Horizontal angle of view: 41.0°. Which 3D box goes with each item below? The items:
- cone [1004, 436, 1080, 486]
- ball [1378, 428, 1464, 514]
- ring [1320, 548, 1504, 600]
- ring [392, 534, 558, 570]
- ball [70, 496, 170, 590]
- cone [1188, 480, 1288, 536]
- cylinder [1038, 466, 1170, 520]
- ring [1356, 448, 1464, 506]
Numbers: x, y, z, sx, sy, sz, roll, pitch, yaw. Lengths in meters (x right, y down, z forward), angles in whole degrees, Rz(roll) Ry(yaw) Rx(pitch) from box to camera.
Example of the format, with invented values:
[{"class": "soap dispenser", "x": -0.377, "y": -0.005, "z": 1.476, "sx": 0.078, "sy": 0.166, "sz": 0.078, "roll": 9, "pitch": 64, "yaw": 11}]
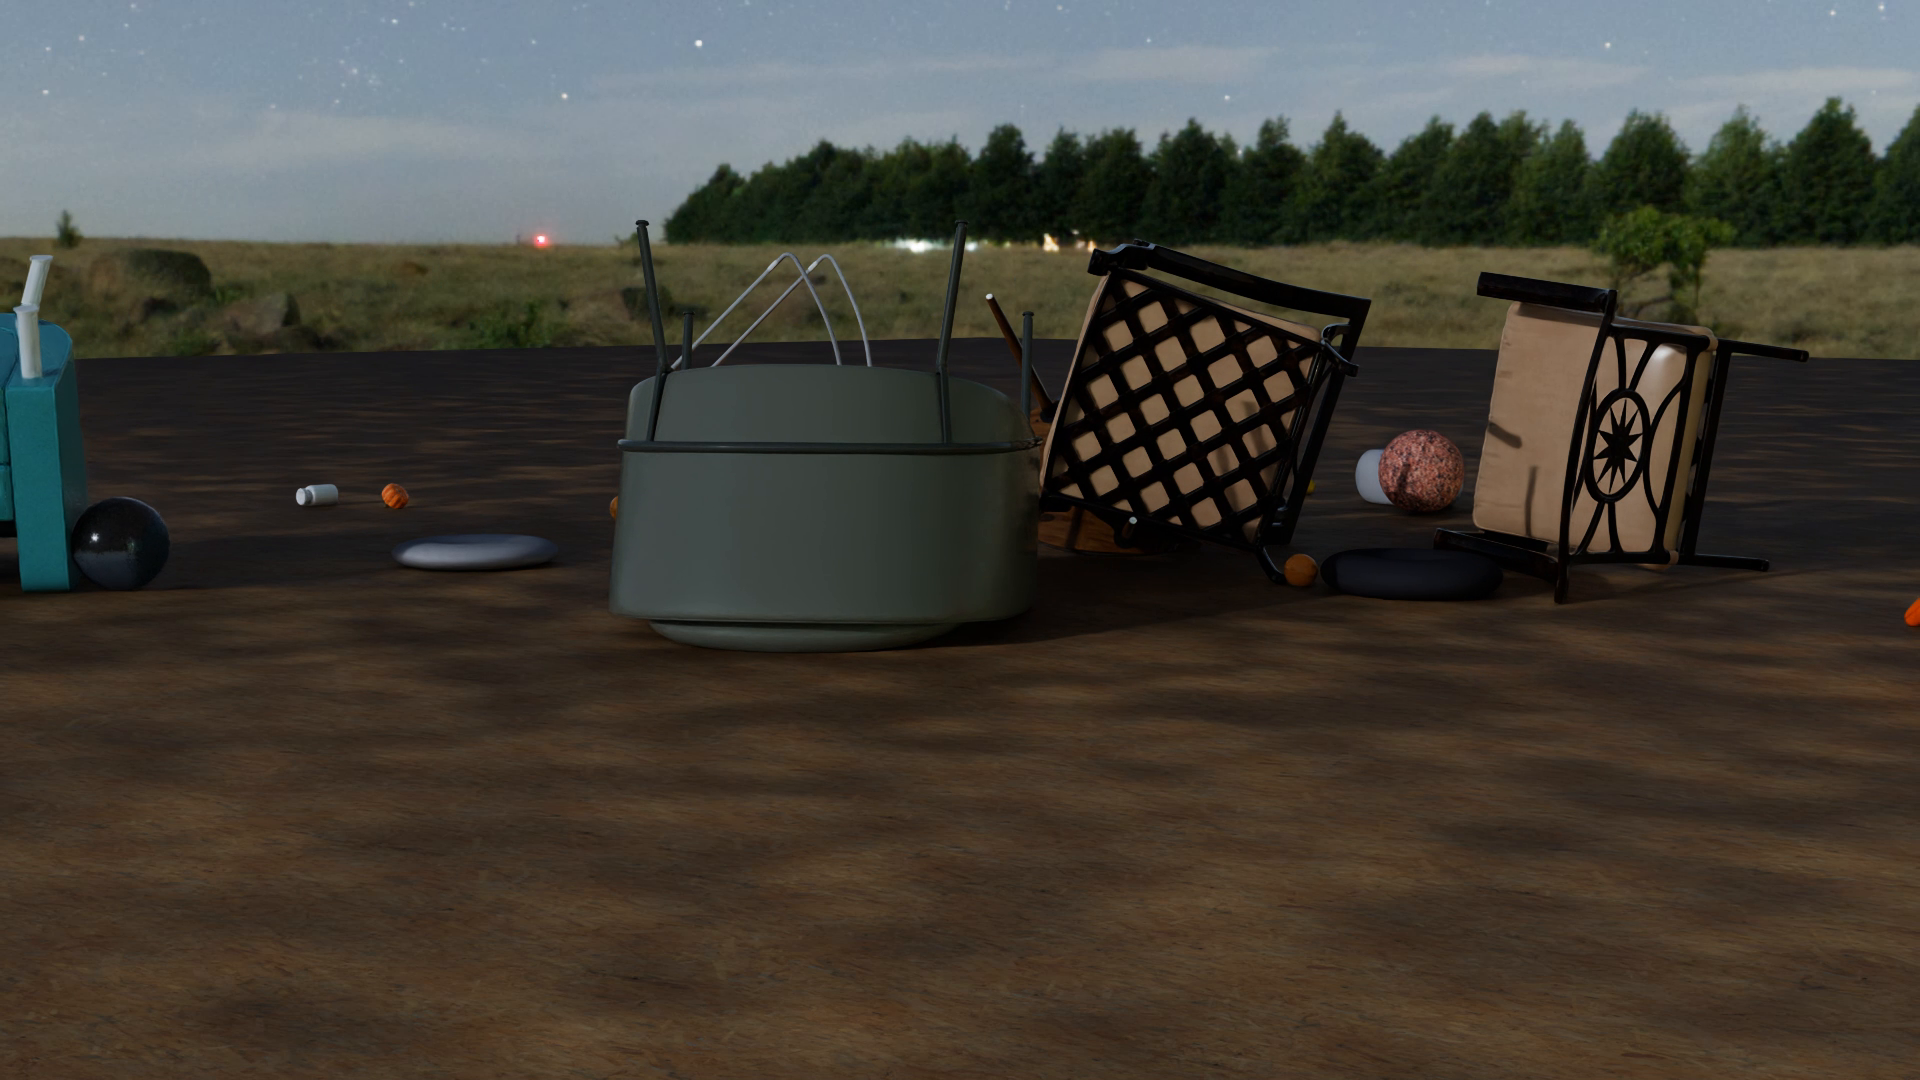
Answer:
[{"class": "cone", "x": 0.233, "y": -0.209, "z": 8.062, "sx": 0.234, "sy": 0.158, "sz": 0.238, "roll": -22, "pitch": 0, "yaw": -16}, {"class": "ball", "x": 1.278, "y": -0.190, "z": 7.109, "sx": 0.236, "sy": 0.236, "sz": 0.236, "roll": 0, "pitch": 6, "yaw": 0}, {"class": "ring", "x": 0.940, "y": 0.070, "z": 5.348, "sx": 0.358, "sy": 0.082, "sz": 0.402, "roll": -3, "pitch": 6, "yaw": -29}, {"class": "ring", "x": -1.109, "y": 0.027, "z": 5.870, "sx": 0.373, "sy": 0.059, "sz": 0.378, "roll": 3, "pitch": 6, "yaw": 32}, {"class": "ball", "x": -1.758, "y": 0.008, "z": 5.375, "sx": 0.197, "sy": 0.197, "sz": 0.197, "roll": 0, "pitch": 6, "yaw": 0}, {"class": "cone", "x": 0.718, "y": -0.054, "z": 6.611, "sx": 0.258, "sy": 0.164, "sz": 0.114, "roll": 4, "pitch": -29, "yaw": 13}, {"class": "cylinder", "x": 0.391, "y": -0.129, "z": 6.975, "sx": 0.309, "sy": 0.131, "sz": 0.193, "roll": 3, "pitch": -15, "yaw": 27}, {"class": "ring", "x": 1.296, "y": -0.180, "z": 7.406, "sx": 0.218, "sy": 0.157, "sz": 0.387, "roll": -1, "pitch": 4, "yaw": -34}]
